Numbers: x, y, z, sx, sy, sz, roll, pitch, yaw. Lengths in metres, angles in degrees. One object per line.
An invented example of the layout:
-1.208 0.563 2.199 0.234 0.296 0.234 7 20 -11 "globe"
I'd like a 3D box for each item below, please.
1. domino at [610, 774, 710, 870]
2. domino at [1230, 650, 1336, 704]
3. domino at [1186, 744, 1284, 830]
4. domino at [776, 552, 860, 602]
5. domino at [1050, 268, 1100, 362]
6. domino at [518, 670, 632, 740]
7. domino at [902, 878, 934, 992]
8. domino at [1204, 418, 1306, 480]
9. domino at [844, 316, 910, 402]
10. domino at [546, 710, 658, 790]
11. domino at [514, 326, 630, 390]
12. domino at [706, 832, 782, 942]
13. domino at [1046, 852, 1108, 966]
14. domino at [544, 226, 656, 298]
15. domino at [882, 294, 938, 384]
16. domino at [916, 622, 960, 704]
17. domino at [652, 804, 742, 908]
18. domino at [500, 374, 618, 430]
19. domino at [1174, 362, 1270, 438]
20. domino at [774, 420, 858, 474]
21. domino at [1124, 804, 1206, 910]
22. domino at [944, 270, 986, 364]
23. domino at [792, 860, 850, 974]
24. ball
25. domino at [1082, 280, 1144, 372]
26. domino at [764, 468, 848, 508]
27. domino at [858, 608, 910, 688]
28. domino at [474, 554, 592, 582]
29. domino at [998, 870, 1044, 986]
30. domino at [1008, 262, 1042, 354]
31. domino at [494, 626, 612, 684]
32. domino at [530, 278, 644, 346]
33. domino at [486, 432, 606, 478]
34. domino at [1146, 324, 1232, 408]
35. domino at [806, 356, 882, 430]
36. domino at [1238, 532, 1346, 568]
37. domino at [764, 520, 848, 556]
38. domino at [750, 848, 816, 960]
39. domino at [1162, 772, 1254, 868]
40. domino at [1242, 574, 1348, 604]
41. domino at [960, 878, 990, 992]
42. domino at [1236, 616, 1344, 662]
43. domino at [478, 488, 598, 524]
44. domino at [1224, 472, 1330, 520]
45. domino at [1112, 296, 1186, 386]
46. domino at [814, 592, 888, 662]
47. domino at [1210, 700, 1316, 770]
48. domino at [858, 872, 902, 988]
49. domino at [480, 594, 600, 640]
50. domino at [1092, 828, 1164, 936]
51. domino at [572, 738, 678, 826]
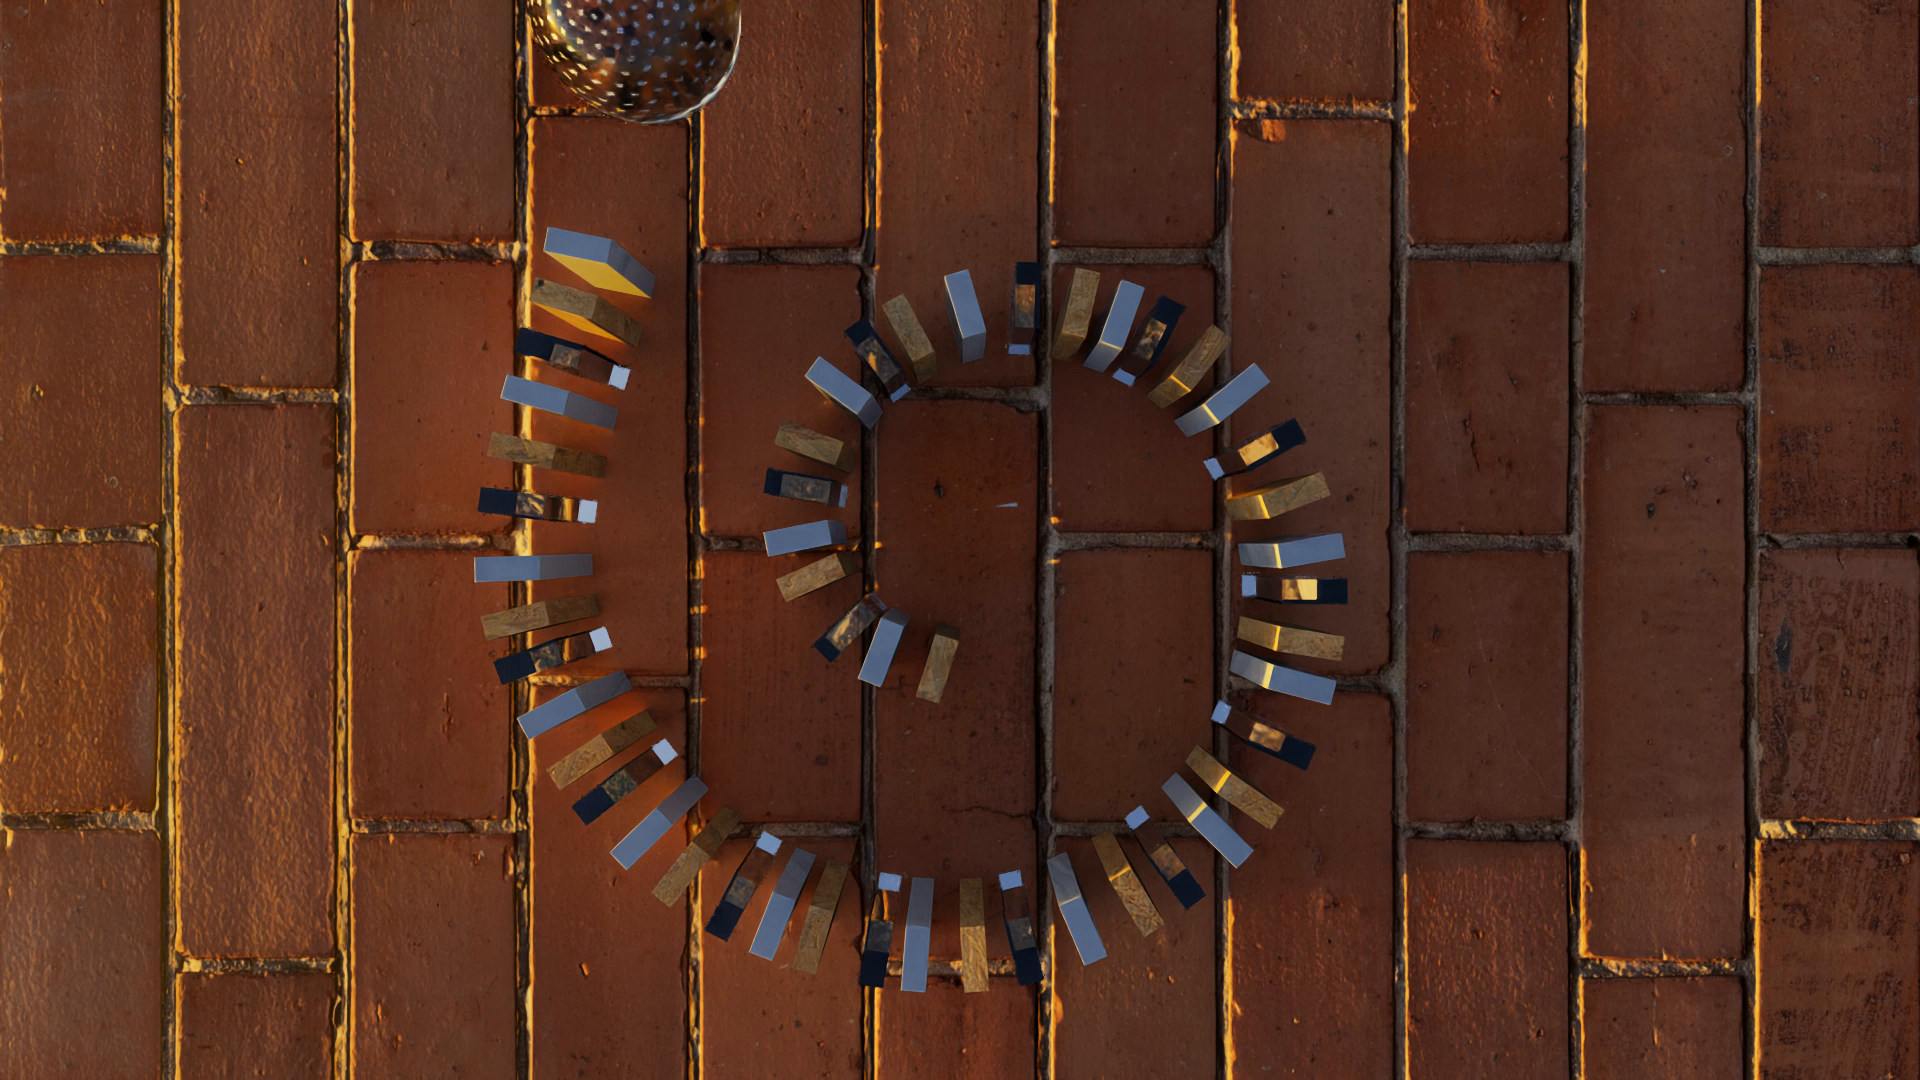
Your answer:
-0.122 0.114 0.375 0.025 0.050 0.009 -44 90 0 "domino"
0.131 0.055 0.375 0.025 0.050 0.009 15 90 0 "domino"
0.111 0.100 0.375 0.025 0.050 0.009 34 90 0 "domino"
-0.057 0.014 0.375 0.025 0.050 0.009 -24 90 0 "domino"
0.046 -0.091 0.375 0.009 0.050 0.025 13 90 0 "domino"
-0.156 0.066 0.375 0.025 0.050 0.010 -28 90 0 "domino"
-0.017 0.160 0.375 0.010 0.050 0.025 4 90 0 "domino"
0.119 -0.036 0.375 0.025 0.050 0.010 -29 90 0 "domino"
-0.033 -0.073 0.375 0.009 0.050 0.025 -37 90 0 "domino"
-0.145 0.085 0.375 0.025 0.050 0.009 -34 90 0 "domino"
-0.157 -0.073 0.375 0.025 0.050 0.009 16 90 0 "domino"
-0.088 0.140 0.375 0.009 0.050 0.025 28 90 0 "domino"
0.047 0.149 0.375 0.009 0.050 0.025 -24 90 0 "domino"
-0.146 -0.113 0.375 0.025 0.050 0.010 11 90 0 "domino"
-0.020 -0.081 0.375 0.009 0.050 0.025 -29 90 0 "domino"
-0.009 0.049 0.375 0.010 0.050 0.025 18 90 0 "domino"
-0.107 0.128 0.375 0.010 0.050 0.025 39 90 0 "domino"
-0.162 -0.056 0.375 0.025 0.050 0.010 15 90 0 "domino"
0.106 -0.056 0.375 0.025 0.050 0.009 -39 90 0 "domino"
-0.058 -0.037 0.375 0.025 0.050 0.010 19 90 0 "domino"
0.083 0.128 0.375 0.009 0.050 0.025 -37 90 0 "domino"
0.002 -0.090 0.375 0.010 0.050 0.025 -16 90 0 "domino"
-0.056 0.153 0.375 0.010 0.050 0.025 16 90 0 "domino"
-0.127 -0.207 0.360 0.080 0.080 0.080 0 90 0 "ball"
0.062 -0.086 0.375 0.009 0.050 0.025 20 90 0 "domino"
-0.062 -0.021 0.375 0.025 0.050 0.009 9 90 0 "domino"
-0.030 0.043 0.375 0.010 0.050 0.025 21 90 0 "domino"
-0.173 0.011 0.375 0.025 0.050 0.009 -2 90 0 "domino"
0.024 0.157 0.375 0.009 0.050 0.025 -14 90 0 "domino"
0.026 -0.094 0.375 0.009 0.050 0.025 2 90 0 "domino"
-0.165 0.047 0.375 0.025 0.050 0.010 -21 90 0 "domino"
-0.151 -0.092 0.375 0.025 0.050 0.009 17 90 0 "domino"
-0.168 -0.034 0.375 0.025 0.050 0.009 12 90 0 "domino"
0.093 -0.070 0.375 0.010 0.050 0.025 39 90 0 "domino"
-0.046 -0.059 0.375 0.025 0.050 0.009 36 90 0 "domino"
0.134 0.004 0.375 0.025 0.050 0.009 -10 90 0 "domino"
-0.062 -0.001 0.375 0.025 0.050 0.009 -11 90 0 "domino"
-0.072 0.147 0.375 0.009 0.050 0.025 21 90 0 "domino"
0.100 0.113 0.375 0.025 0.050 0.009 44 90 0 "domino"
0.136 0.020 0.375 0.025 0.050 0.009 0 90 0 "domino"
0.006 0.160 0.375 0.009 0.050 0.025 -4 90 0 "domino"
0.134 0.040 0.375 0.025 0.050 0.010 9 90 0 "domino"
-0.171 -0.014 0.375 0.025 0.050 0.010 8 90 0 "domino"
0.128 -0.017 0.375 0.025 0.050 0.009 -21 90 0 "domino"
0.076 -0.080 0.375 0.009 0.050 0.025 27 90 0 "domino"
-0.044 0.035 0.375 0.025 0.050 0.010 -45 90 0 "domino"
0.123 0.079 0.375 0.025 0.050 0.010 23 90 0 "domino"
-0.032 0.158 0.375 0.010 0.050 0.025 9 90 0 "domino"
-0.170 0.031 0.375 0.025 0.050 0.009 -14 90 0 "domino"
0.068 0.139 0.375 0.010 0.050 0.025 -31 90 0 "domino"
-0.136 0.098 0.375 0.025 0.050 0.010 -38 90 0 "domino"
